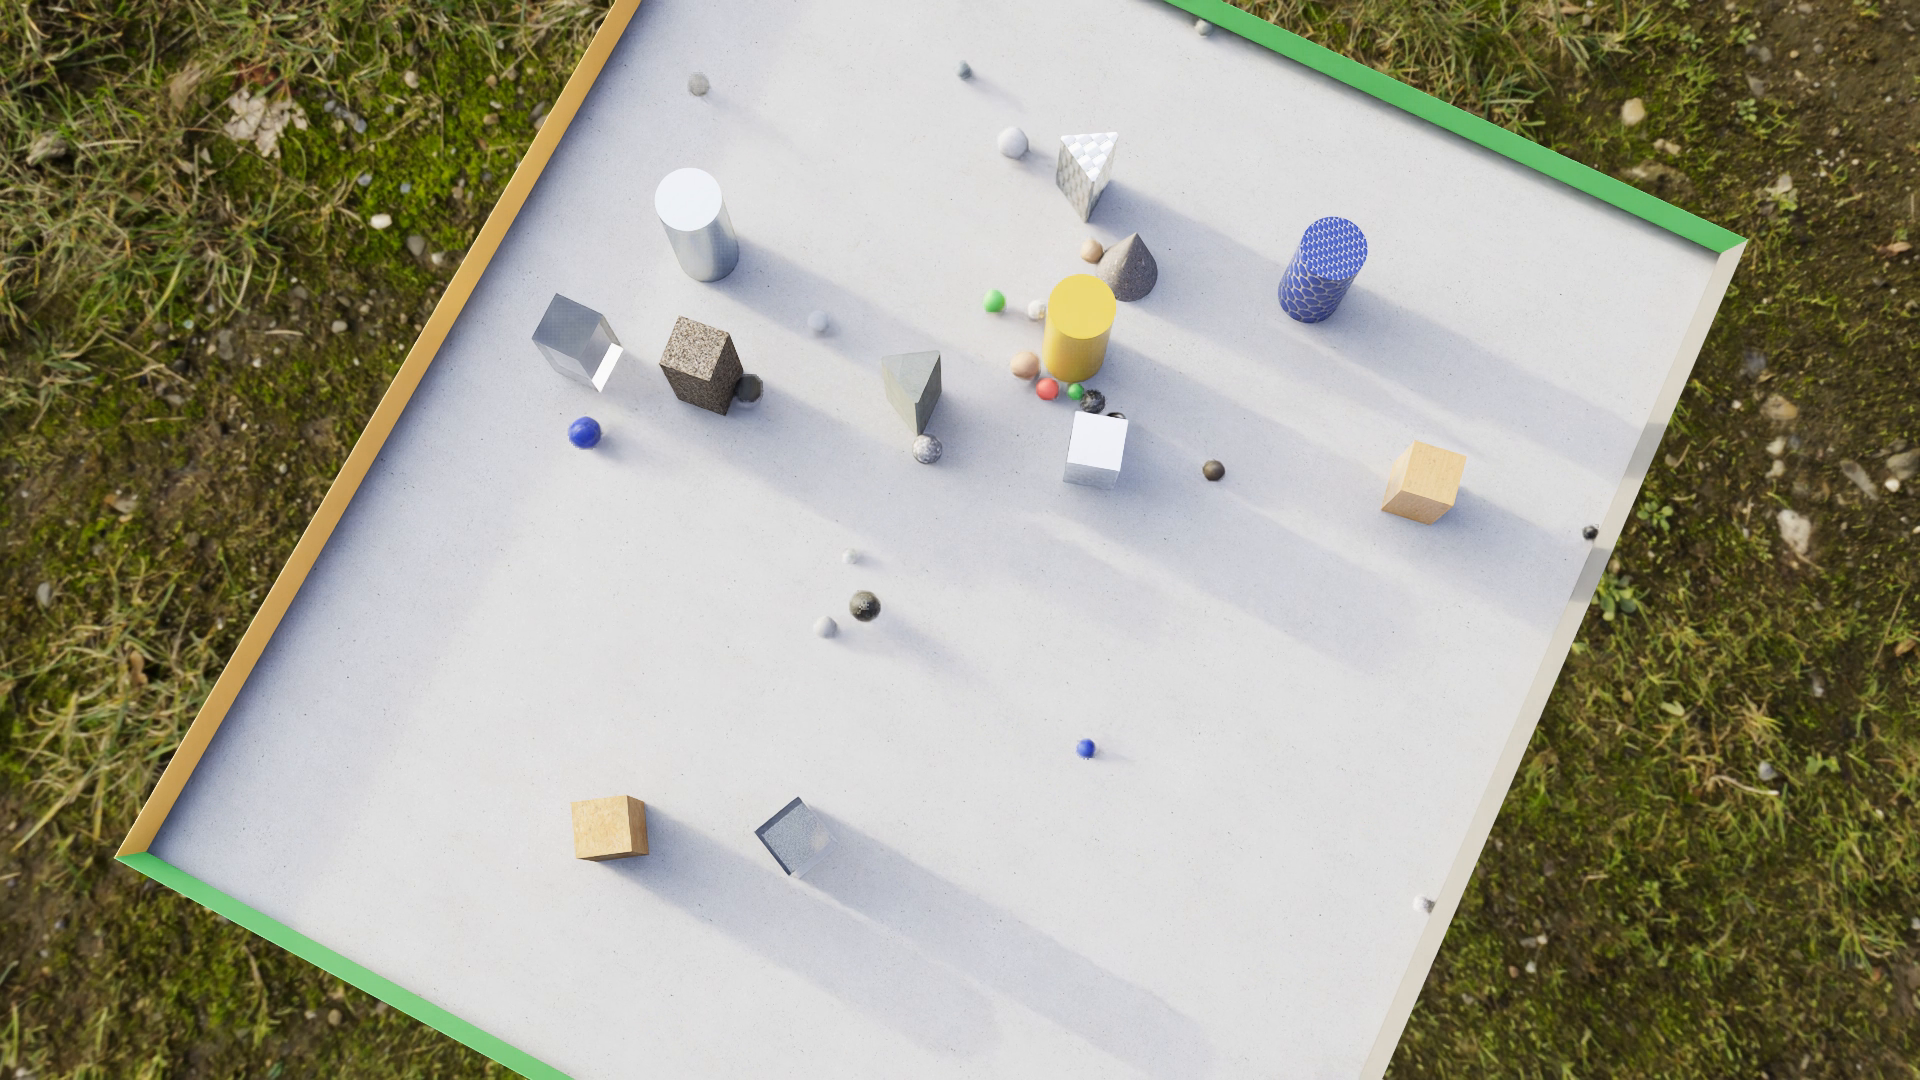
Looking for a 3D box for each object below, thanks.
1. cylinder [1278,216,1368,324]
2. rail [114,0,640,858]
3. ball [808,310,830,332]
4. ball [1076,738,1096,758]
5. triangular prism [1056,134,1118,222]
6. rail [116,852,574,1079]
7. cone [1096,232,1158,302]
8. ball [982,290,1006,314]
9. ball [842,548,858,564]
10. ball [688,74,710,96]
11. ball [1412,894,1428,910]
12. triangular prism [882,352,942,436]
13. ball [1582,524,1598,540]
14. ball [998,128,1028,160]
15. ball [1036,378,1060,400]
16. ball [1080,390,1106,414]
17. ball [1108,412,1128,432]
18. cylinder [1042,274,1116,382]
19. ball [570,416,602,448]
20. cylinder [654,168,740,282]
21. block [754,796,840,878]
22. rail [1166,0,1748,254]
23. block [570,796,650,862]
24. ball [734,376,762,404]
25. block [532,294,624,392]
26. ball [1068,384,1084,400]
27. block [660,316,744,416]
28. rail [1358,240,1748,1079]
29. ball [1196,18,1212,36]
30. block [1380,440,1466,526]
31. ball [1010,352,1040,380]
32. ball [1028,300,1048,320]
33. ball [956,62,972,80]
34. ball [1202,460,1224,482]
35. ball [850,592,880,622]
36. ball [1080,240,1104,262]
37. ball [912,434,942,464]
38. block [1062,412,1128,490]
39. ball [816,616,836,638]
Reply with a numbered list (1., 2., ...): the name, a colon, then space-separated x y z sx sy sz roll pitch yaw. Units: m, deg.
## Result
1. cylinder: 1.100 -0.817 5.581 0.197 0.400 0.197 0 78 0
2. rail: -1.557 -0.755 5.706 0.045 0.128 3.876 26 80 5
3. ball: -0.441 -0.682 5.723 0.068 0.068 0.068 0 78 0
4. ball: 0.376 0.619 5.459 0.057 0.057 0.057 0 78 0
5. triangular prism: 0.414 -1.151 5.682 0.148 0.339 0.171 -33 80 -6
6. rail: -0.856 1.684 5.202 3.529 0.128 0.045 26 80 5
7. cone: 0.526 -0.882 5.623 0.197 0.344 0.197 0 78 0
8. ball: 0.106 -0.745 5.735 0.070 0.070 0.070 0 78 0
9. ball: -0.338 0.047 5.582 0.048 0.048 0.048 0 78 0
10. ball: -0.838 -1.458 5.883 0.069 0.069 0.069 0 78 0
11. ball: 1.351 1.063 5.373 0.046 0.046 0.046 0 78 0
12. triangular prism: -0.118 -0.465 5.510 0.148 0.398 0.171 -36 81 -7
13. ball: 1.924 -0.022 5.596 0.049 0.049 0.049 0 78 0
14. ball: 0.170 -1.261 5.828 0.097 0.097 0.097 0 78 0
15. ball: 0.273 -0.467 5.677 0.070 0.070 0.070 0 78 0
16. ball: 0.411 -0.425 5.667 0.074 0.074 0.074 0 78 0
17. ball: 0.480 -0.355 5.649 0.080 0.080 0.080 0 78 0
18. cylinder: 0.354 -0.631 5.521 0.197 0.444 0.197 0 78 0
19. ball: -1.151 -0.331 5.635 0.097 0.097 0.097 0 78 0
20. cylinder: -0.796 -0.954 5.588 0.197 0.442 0.197 0 78 0
21. block: -0.465 0.859 5.276 0.158 0.318 0.158 -39 81 -7
22. rail: 0.856 -1.670 5.896 3.529 0.128 0.045 26 80 5
23. block: -1.008 0.835 5.294 0.158 0.294 0.158 -7 78 -2
24. ball: -0.657 -0.465 5.669 0.085 0.085 0.085 0 78 0
25. block: -1.159 -0.596 5.571 0.158 0.331 0.158 25 79 5
26. ball: 0.360 -0.460 5.686 0.051 0.051 0.051 0 78 0
27. block: -0.776 -0.522 5.533 0.158 0.376 0.158 20 79 4
28. rail: 1.557 0.769 5.391 0.045 0.128 3.876 26 80 5
29. ball: 0.789 -1.661 5.933 0.054 0.054 0.054 0 78 0
30. block: 1.392 -0.169 5.513 0.158 0.271 0.158 18 79 4
31. ball: 0.202 -0.540 5.683 0.089 0.089 0.089 0 78 0
32. ball: 0.243 -0.719 5.733 0.063 0.063 0.063 0 78 0
33. ball: 0.011 -1.510 5.902 0.053 0.053 0.053 0 78 0
34. ball: 0.778 -0.214 5.627 0.067 0.067 0.067 0 78 0
35. ball: -0.286 0.202 5.527 0.094 0.094 0.094 0 78 0
36. ball: 0.413 -0.910 5.768 0.073 0.073 0.073 0 78 0
37. ball: -0.101 -0.279 5.626 0.095 0.095 0.095 0 78 0
38. block: 0.407 -0.267 5.542 0.158 0.254 0.158 10 78 2
39. ball: -0.405 0.262 5.529 0.065 0.065 0.065 0 78 0
